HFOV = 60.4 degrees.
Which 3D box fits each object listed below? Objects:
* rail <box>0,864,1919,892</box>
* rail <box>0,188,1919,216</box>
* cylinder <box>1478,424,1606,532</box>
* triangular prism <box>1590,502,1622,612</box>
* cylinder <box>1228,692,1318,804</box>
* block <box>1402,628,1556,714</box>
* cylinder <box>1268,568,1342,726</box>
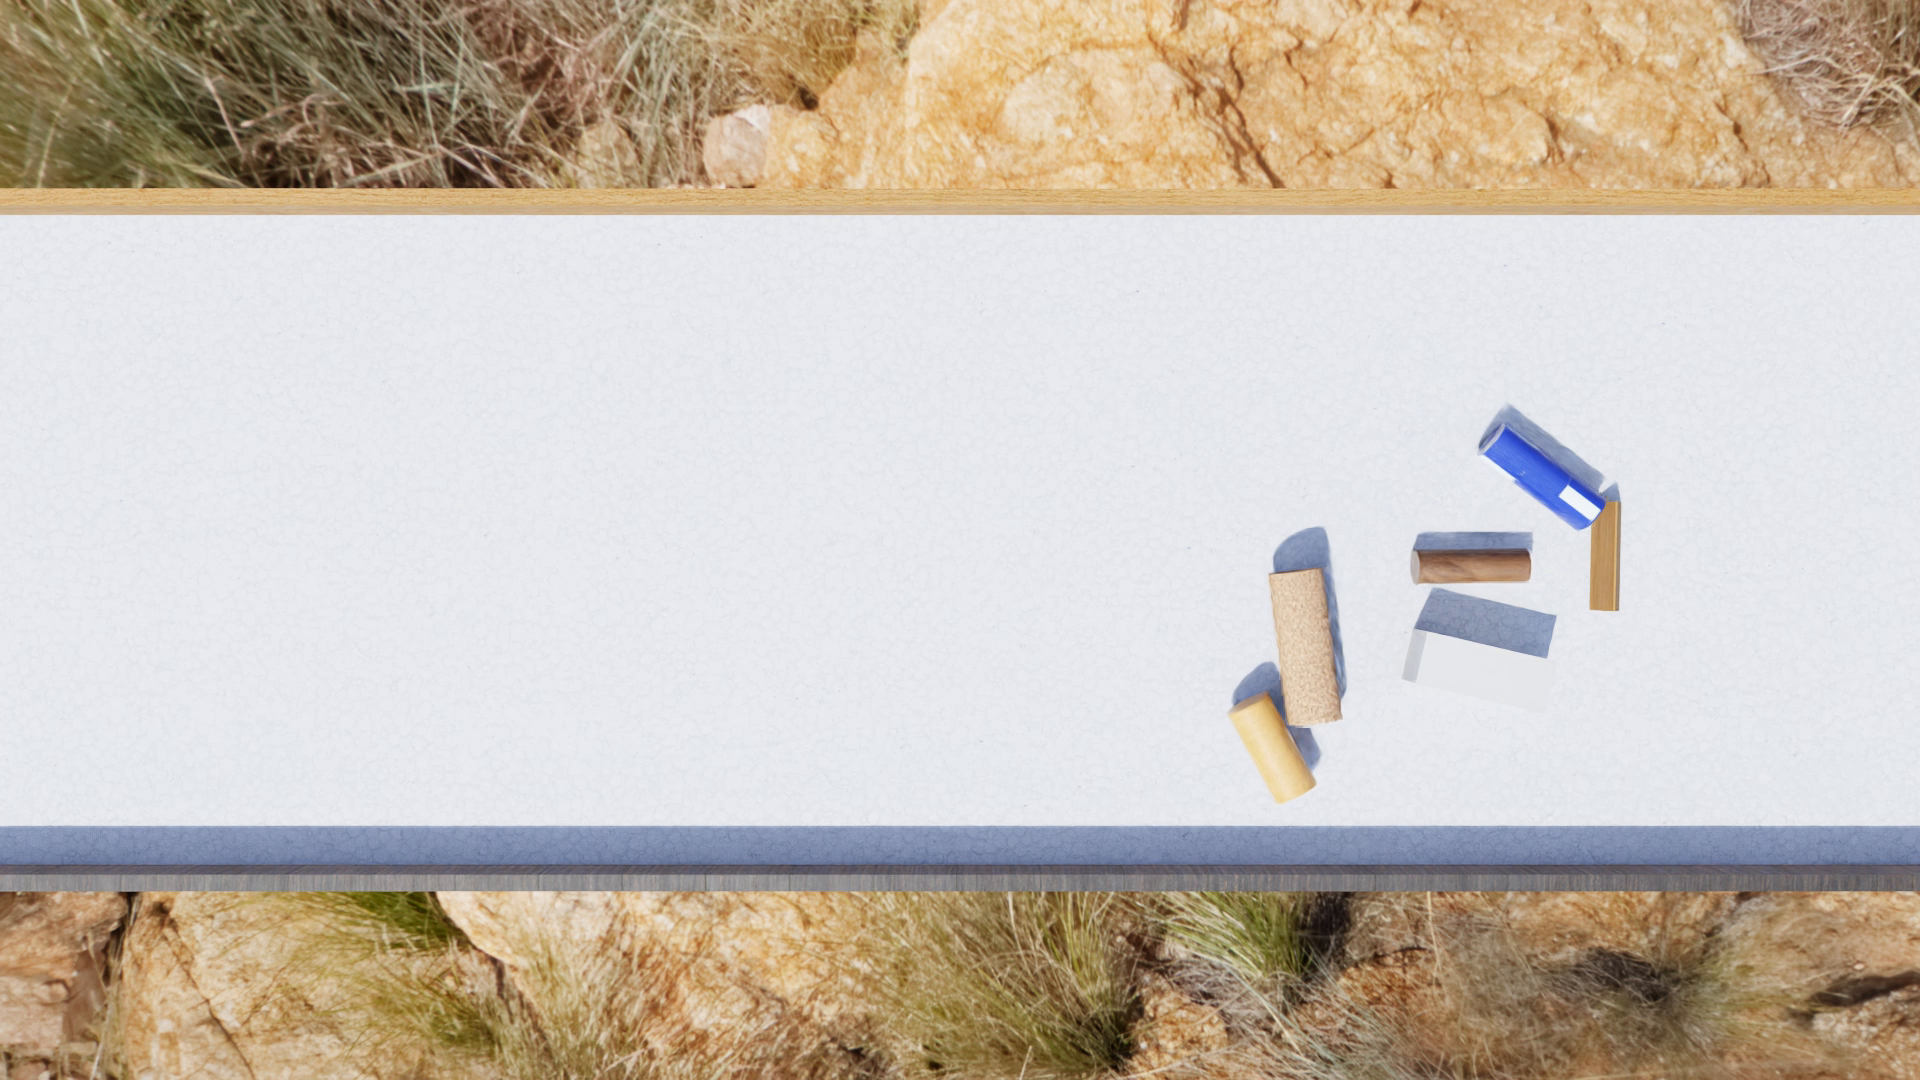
[{"bbox_3d":[-2.247,1.025,5.001,12.000,0.150,0.050,0,90,0],"label":"rail"},{"bbox_3d":[-2.247,-1.025,5.002,12.000,0.150,0.050,0,90,0],"label":"rail"},{"bbox_3d":[1.767,-0.190,5.013,0.381,0.126,0.126,37,90,0],"label":"cylinder"},{"bbox_3d":[1.985,0.050,5.035,0.090,0.078,0.333,1,90,0],"label":"triangular prism"},{"bbox_3d":[0.947,0.630,5.007,0.139,0.139,0.310,-29,90,0],"label":"cylinder"},{"bbox_3d":[1.567,0.395,4.997,0.393,0.159,0.159,13,90,0],"label":"block"},{"bbox_3d":[1.046,0.321,4.995,0.164,0.164,0.457,-7,90,0],"label":"cylinder"}]
